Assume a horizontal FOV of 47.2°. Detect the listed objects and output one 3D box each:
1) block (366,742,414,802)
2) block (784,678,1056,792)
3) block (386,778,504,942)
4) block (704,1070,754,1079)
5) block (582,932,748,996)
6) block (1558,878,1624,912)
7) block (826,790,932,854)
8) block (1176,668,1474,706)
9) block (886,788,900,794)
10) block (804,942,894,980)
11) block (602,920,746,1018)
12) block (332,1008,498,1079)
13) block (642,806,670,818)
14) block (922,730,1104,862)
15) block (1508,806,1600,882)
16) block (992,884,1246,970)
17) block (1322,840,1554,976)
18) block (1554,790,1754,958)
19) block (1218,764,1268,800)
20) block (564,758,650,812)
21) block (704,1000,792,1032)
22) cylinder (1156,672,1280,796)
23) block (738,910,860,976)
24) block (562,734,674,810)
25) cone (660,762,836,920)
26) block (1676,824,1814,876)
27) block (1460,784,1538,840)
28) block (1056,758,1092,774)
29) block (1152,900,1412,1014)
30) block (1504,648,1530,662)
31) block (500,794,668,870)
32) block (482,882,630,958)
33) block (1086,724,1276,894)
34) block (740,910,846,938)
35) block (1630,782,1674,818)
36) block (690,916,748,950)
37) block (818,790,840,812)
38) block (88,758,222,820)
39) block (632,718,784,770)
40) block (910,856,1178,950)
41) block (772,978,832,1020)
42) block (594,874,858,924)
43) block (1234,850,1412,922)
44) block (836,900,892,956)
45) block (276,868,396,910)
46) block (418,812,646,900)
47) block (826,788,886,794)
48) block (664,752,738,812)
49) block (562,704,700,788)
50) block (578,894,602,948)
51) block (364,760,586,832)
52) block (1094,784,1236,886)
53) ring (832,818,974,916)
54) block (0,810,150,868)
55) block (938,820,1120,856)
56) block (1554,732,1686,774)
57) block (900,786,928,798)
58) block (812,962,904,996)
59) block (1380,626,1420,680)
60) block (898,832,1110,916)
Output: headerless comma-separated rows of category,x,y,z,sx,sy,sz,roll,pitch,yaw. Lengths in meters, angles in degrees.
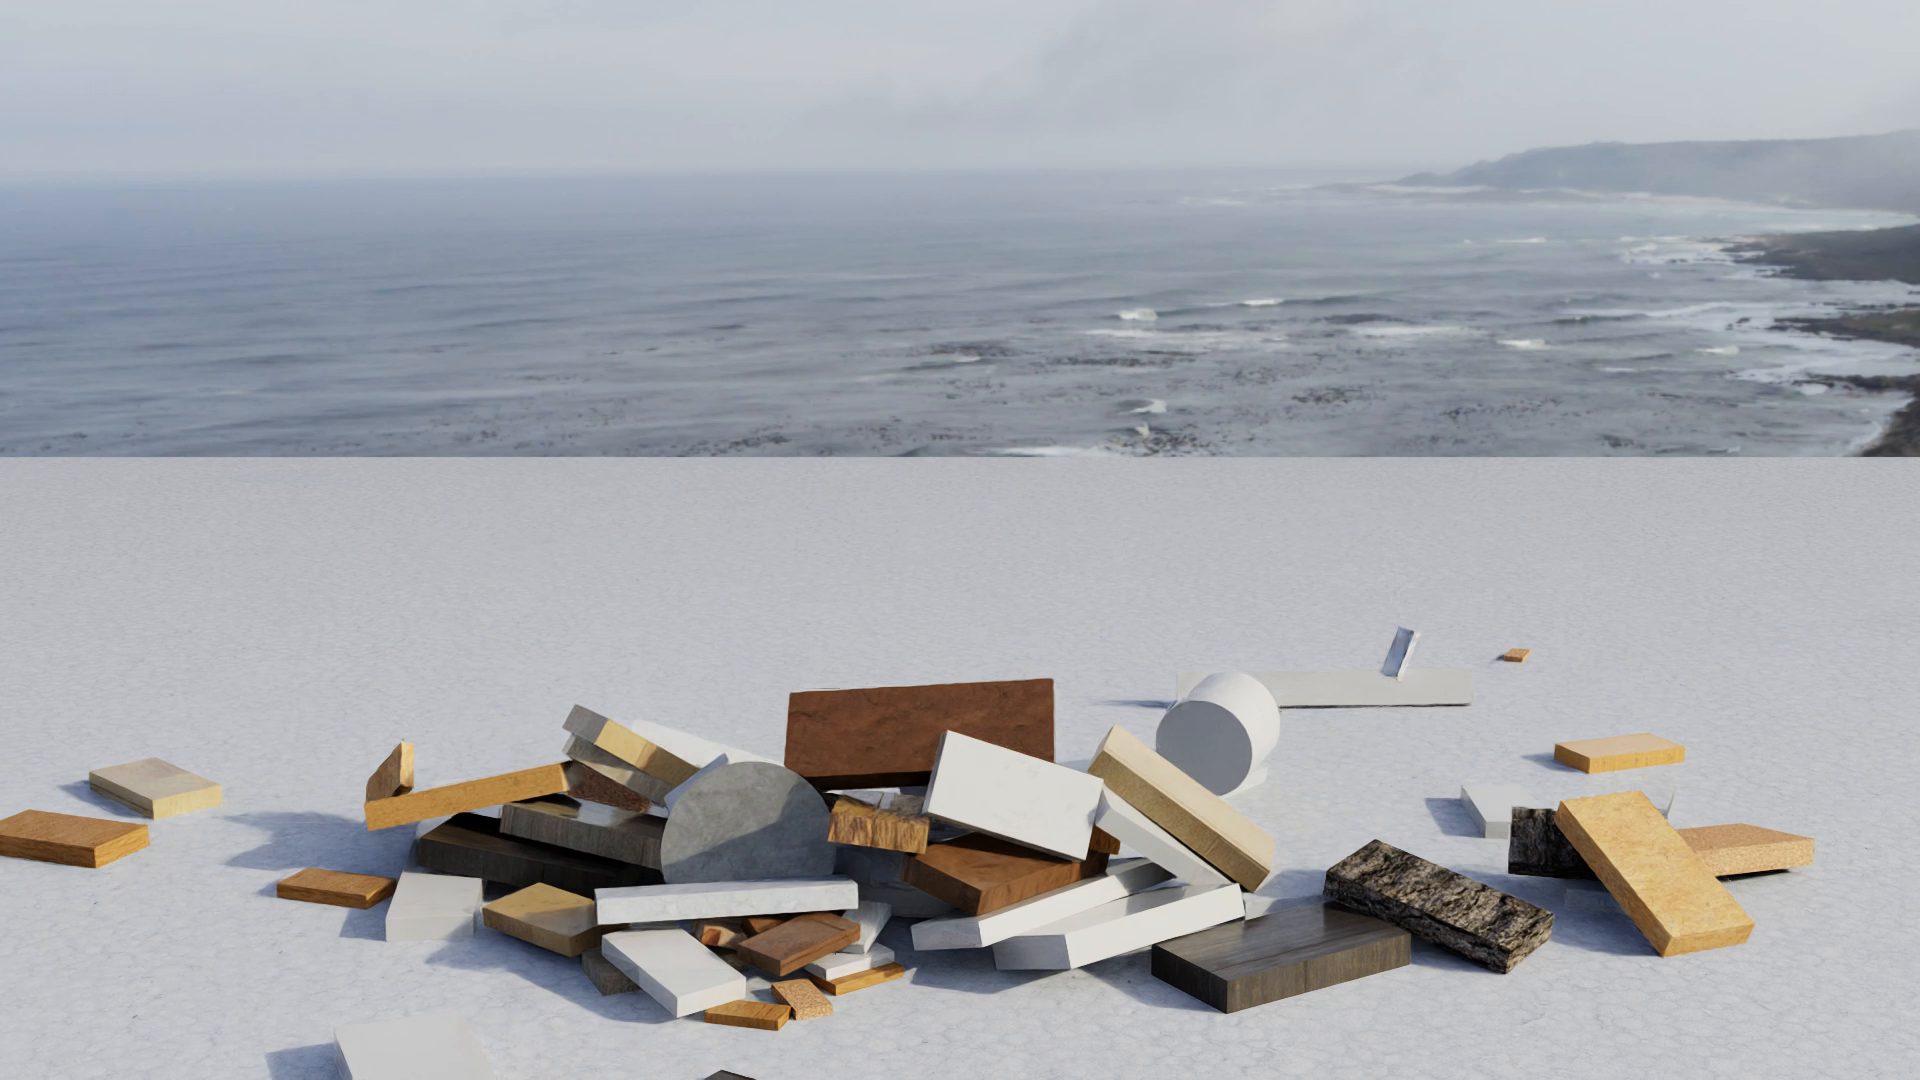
block,-1.032,0.442,3.981,0.025,0.087,0.174,14,-37,-31
block,-0.064,0.320,3.596,0.439,0.047,0.165,-3,53,7
block,-0.882,0.542,3.823,0.134,0.038,0.755,-1,11,-7
block,-0.288,0.726,2.892,0.112,0.016,0.056,7,12,32
block,-0.447,0.637,3.329,0.226,0.032,0.113,-5,12,-25
block,1.116,0.580,3.631,0.234,0.033,0.117,2,11,10
block,-0.122,0.443,3.489,0.151,0.043,0.301,8,1,1
block,0.806,0.328,4.861,0.657,0.077,0.022,-1,-9,-3
block,-0.091,0.483,4.094,0.087,0.025,0.174,-8,4,-2
block,-0.167,0.631,3.305,0.123,0.017,0.062,-8,13,-37
block,-0.423,0.626,3.233,0.113,0.032,0.226,-9,20,-36
block,-0.669,0.727,2.797,0.171,0.048,0.529,-5,11,-23
block,-0.457,0.523,3.928,0.261,0.037,0.130,3,11,16
block,0.083,0.403,3.452,0.265,0.133,0.038,19,-19,-12
block,1.037,0.509,3.664,0.234,0.033,0.117,3,45,17
block,0.245,0.592,3.376,0.358,0.051,0.179,-8,-4,-38
block,0.750,0.572,3.455,0.317,0.045,0.158,21,24,34
block,1.106,0.529,3.519,0.158,0.045,0.317,-4,36,-21
block,0.484,0.454,4.238,0.115,0.033,0.230,24,23,33
block,-0.658,0.461,4.117,0.174,0.087,0.025,5,-7,25
block,-0.303,0.679,3.147,0.112,0.016,0.056,3,11,16
cylinder,0.488,0.365,4.154,0.188,0.188,0.188,5,15,23
block,-0.238,0.596,3.263,0.087,0.025,0.175,13,18,37
block,-0.559,0.413,3.789,0.261,0.037,0.131,30,-10,-10
cone,-0.320,0.532,3.632,0.284,0.284,0.284,1,-16,7
block,1.285,0.530,3.756,0.317,0.045,0.158,-1,4,-29
block,1.005,0.501,4.062,0.115,0.033,0.229,0,11,2
block,0.201,0.464,4.147,0.329,0.047,0.165,-5,11,-2
block,0.487,0.627,3.331,0.358,0.051,0.179,-7,12,-32
block,1.346,0.279,5.310,0.045,0.013,0.090,5,12,26
block,-0.585,0.495,3.723,0.339,0.048,0.170,10,3,17
block,-0.633,0.592,3.437,0.226,0.032,0.113,7,19,43
block,0.365,0.436,3.602,0.329,0.047,0.165,36,15,3
block,-0.239,0.599,3.352,0.175,0.025,0.087,-1,36,-40
block,1.296,0.492,4.137,0.077,0.022,0.154,4,11,22
block,-0.319,0.607,3.366,0.175,0.025,0.087,14,3,-19
block,-0.246,0.454,3.838,0.127,0.036,0.255,9,-9,40
block,-1.537,0.473,4.197,0.268,0.038,0.134,10,15,44
block,-0.459,0.429,4.118,0.342,0.048,0.171,18,10,-4
block,0.145,0.570,3.482,0.133,0.038,0.534,-11,-3,39
block,-0.231,0.668,3.203,0.056,0.016,0.112,-4,11,-23
block,-0.359,0.548,3.362,0.390,0.037,0.130,-2,-2,-11
block,0.605,0.574,3.616,0.358,0.051,0.179,-3,11,-13
block,-0.154,0.591,3.360,0.062,0.017,0.123,4,22,17
block,-1.037,0.579,3.659,0.174,0.025,0.087,4,11,19
block,-0.717,0.533,3.700,0.339,0.048,0.170,10,9,9
block,-0.196,0.507,4.015,0.127,0.036,0.255,-1,11,-3
block,-0.367,0.460,3.662,0.127,0.255,0.036,-36,46,5
block,-0.513,0.397,3.831,0.342,0.048,0.171,34,-11,-27
block,-0.613,0.609,3.496,0.088,0.025,0.176,-7,12,-31
block,-0.834,0.438,3.792,0.339,0.048,0.170,-12,-4,2
block,0.321,0.482,3.550,0.266,0.038,0.133,33,12,-17
ring,-0.063,0.524,3.684,0.377,0.126,0.377,1,11,0
block,-1.592,0.529,3.896,0.268,0.038,0.134,4,11,20
block,0.111,0.441,3.601,0.301,0.043,0.151,11,13,-2
block,1.332,0.430,4.442,0.230,0.033,0.115,-4,11,-20
block,-0.077,0.368,3.711,0.025,0.174,0.087,-20,20,-31
block,-0.153,0.651,3.292,0.123,0.017,0.062,-8,13,-37
block,0.778,0.202,3.892,0.013,0.090,0.045,24,-2,-29
block,0.076,0.509,3.473,0.151,0.043,0.360,20,16,34
